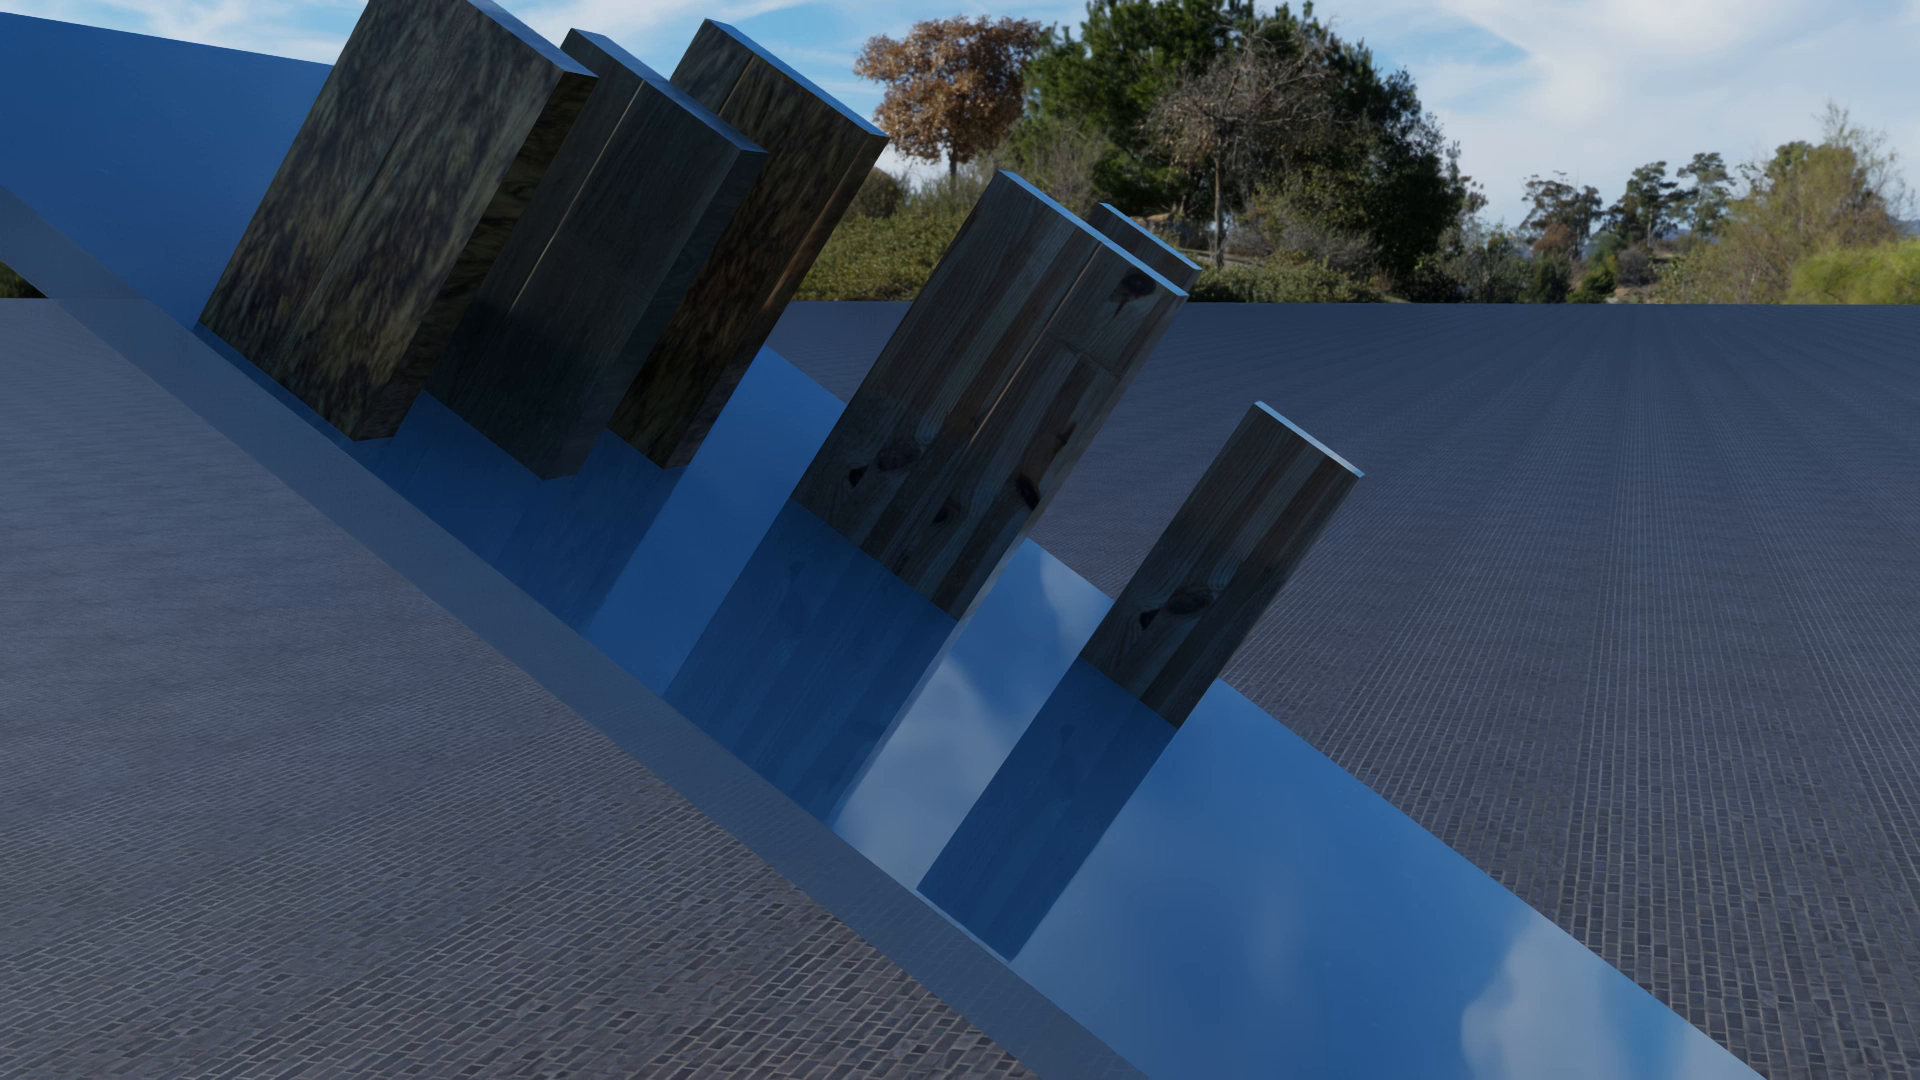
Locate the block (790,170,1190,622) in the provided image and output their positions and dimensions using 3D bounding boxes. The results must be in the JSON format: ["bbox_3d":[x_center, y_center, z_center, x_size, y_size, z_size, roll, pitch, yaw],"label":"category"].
[{"bbox_3d":[0.050,-0.272,4.206,0.415,0.751,0.112,36,15,10],"label":"block"}]

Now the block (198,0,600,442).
[{"bbox_3d":[-0.846,-0.508,3.295,0.320,0.647,0.111,36,15,10],"label":"block"}]

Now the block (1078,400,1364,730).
[{"bbox_3d":[0.521,0.052,4.415,0.253,0.626,0.087,36,15,10],"label":"block"}]

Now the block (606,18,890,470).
[{"bbox_3d":[-0.477,-0.530,3.986,0.369,0.716,0.114,36,15,10],"label":"block"}]

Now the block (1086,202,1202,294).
[{"bbox_3d":[0.200,-0.335,4.706,0.247,0.751,0.093,36,15,10],"label":"block"}]

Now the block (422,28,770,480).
[{"bbox_3d":[-0.633,-0.463,3.609,0.351,0.639,0.120,36,15,10],"label":"block"}]

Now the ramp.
[{"bbox_3d":[-0.110,0.189,4.091,4.000,0.100,2.000,36,15,10],"label":"ramp"}]
